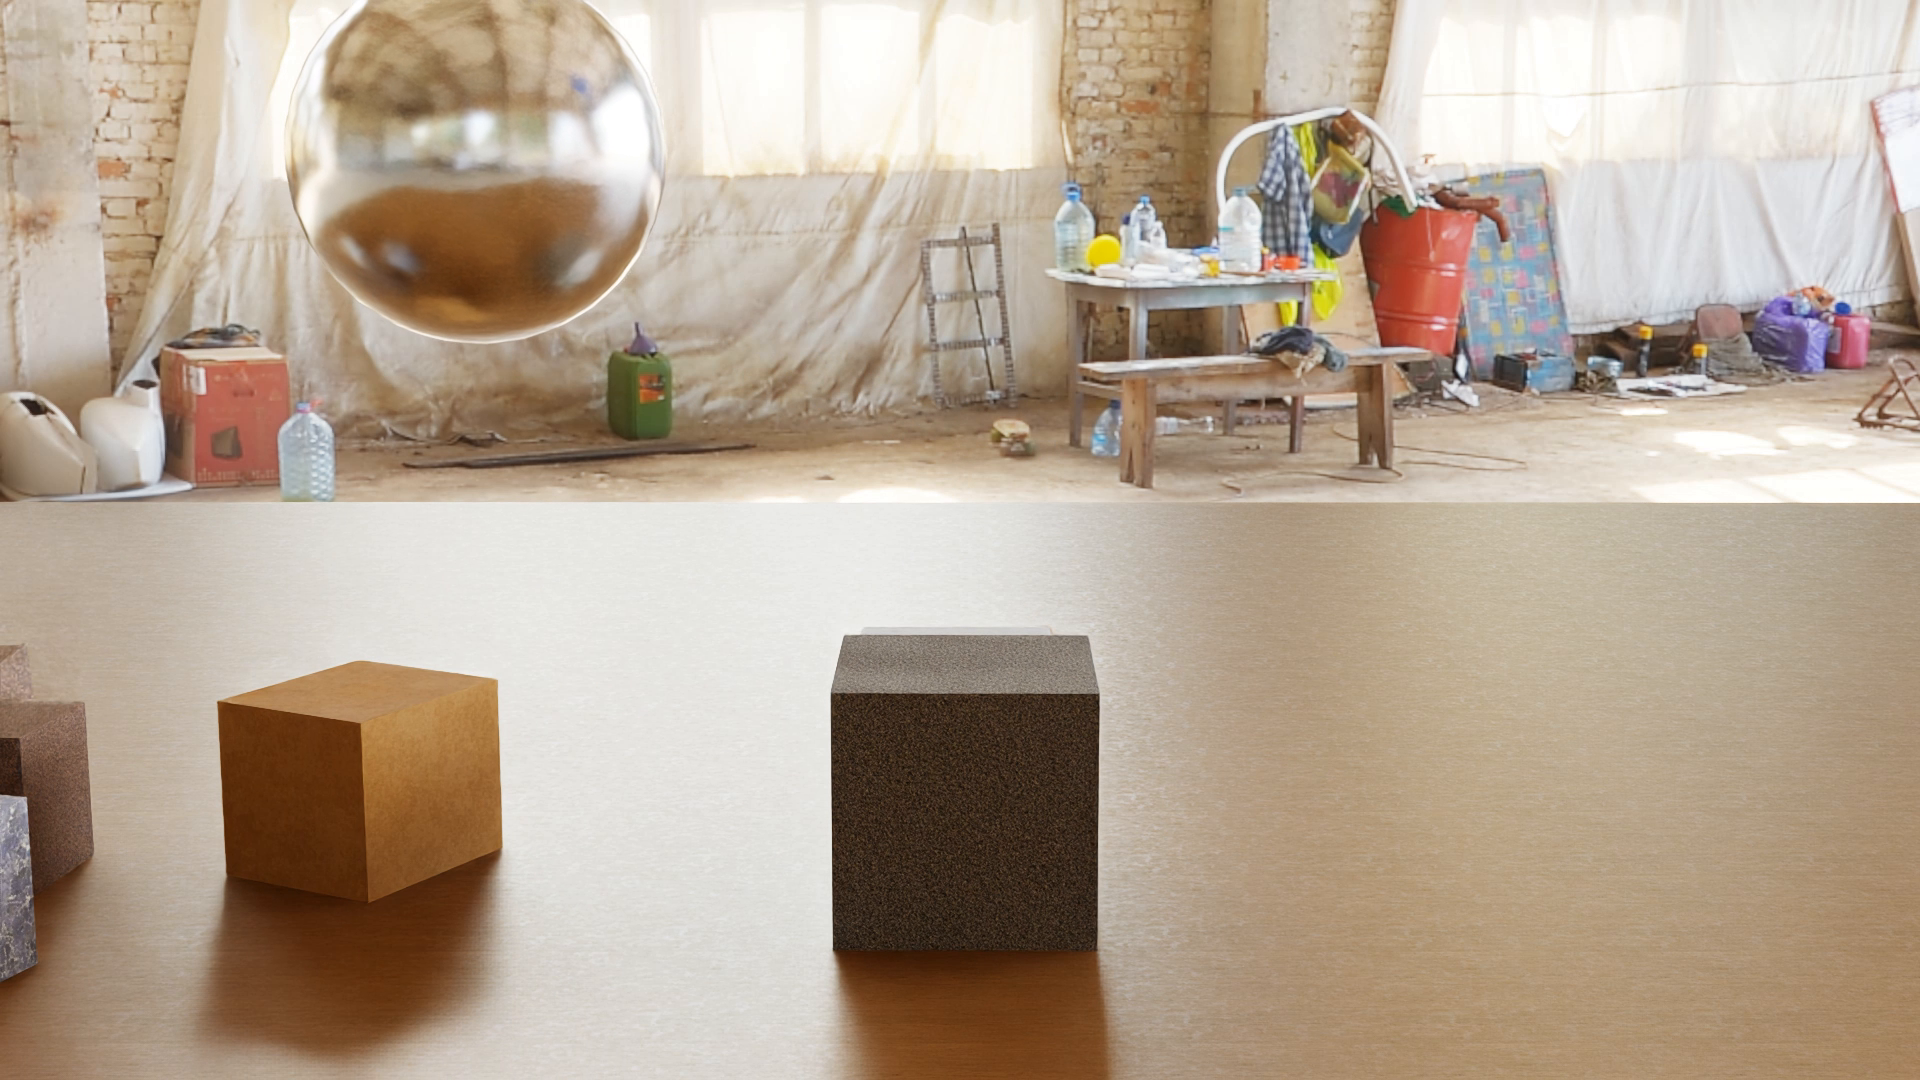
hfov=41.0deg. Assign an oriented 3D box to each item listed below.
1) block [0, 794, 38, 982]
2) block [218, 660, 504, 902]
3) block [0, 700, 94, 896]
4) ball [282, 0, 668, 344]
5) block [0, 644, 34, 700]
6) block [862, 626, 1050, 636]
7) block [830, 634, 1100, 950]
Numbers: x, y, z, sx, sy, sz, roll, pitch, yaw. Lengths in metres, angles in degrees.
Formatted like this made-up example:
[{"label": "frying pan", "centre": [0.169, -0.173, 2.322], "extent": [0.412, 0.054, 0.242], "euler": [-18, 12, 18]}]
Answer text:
[{"label": "block", "centre": [-4.151, 1.395, 9.975], "extent": [0.744, 0.687, 0.713], "euler": [3, 11, 18]}, {"label": "block", "centre": [-2.679, 1.059, 11.521], "extent": [0.818, 0.794, 0.917], "euler": [6, 12, 28]}, {"label": "block", "centre": [-4.370, 1.131, 11.349], "extent": [0.791, 0.714, 0.642], "euler": [1, 10, 6]}, {"label": "ball", "centre": [-2.045, -1.635, 10.883], "extent": [1.600, 1.600, 1.600], "euler": [0, 10, 0]}, {"label": "block", "centre": [-4.951, 0.930, 12.473], "extent": [0.682, 0.663, 0.707], "euler": [-4, 11, -2]}, {"label": "block", "centre": [-0.018, 0.943, 11.907], "extent": [0.895, 0.885, 1.012], "euler": [0, 10, 0]}, {"label": "block", "centre": [0.023, 1.041, 10.844], "extent": [1.074, 1.071, 1.083], "euler": [0, 10, 0]}]
